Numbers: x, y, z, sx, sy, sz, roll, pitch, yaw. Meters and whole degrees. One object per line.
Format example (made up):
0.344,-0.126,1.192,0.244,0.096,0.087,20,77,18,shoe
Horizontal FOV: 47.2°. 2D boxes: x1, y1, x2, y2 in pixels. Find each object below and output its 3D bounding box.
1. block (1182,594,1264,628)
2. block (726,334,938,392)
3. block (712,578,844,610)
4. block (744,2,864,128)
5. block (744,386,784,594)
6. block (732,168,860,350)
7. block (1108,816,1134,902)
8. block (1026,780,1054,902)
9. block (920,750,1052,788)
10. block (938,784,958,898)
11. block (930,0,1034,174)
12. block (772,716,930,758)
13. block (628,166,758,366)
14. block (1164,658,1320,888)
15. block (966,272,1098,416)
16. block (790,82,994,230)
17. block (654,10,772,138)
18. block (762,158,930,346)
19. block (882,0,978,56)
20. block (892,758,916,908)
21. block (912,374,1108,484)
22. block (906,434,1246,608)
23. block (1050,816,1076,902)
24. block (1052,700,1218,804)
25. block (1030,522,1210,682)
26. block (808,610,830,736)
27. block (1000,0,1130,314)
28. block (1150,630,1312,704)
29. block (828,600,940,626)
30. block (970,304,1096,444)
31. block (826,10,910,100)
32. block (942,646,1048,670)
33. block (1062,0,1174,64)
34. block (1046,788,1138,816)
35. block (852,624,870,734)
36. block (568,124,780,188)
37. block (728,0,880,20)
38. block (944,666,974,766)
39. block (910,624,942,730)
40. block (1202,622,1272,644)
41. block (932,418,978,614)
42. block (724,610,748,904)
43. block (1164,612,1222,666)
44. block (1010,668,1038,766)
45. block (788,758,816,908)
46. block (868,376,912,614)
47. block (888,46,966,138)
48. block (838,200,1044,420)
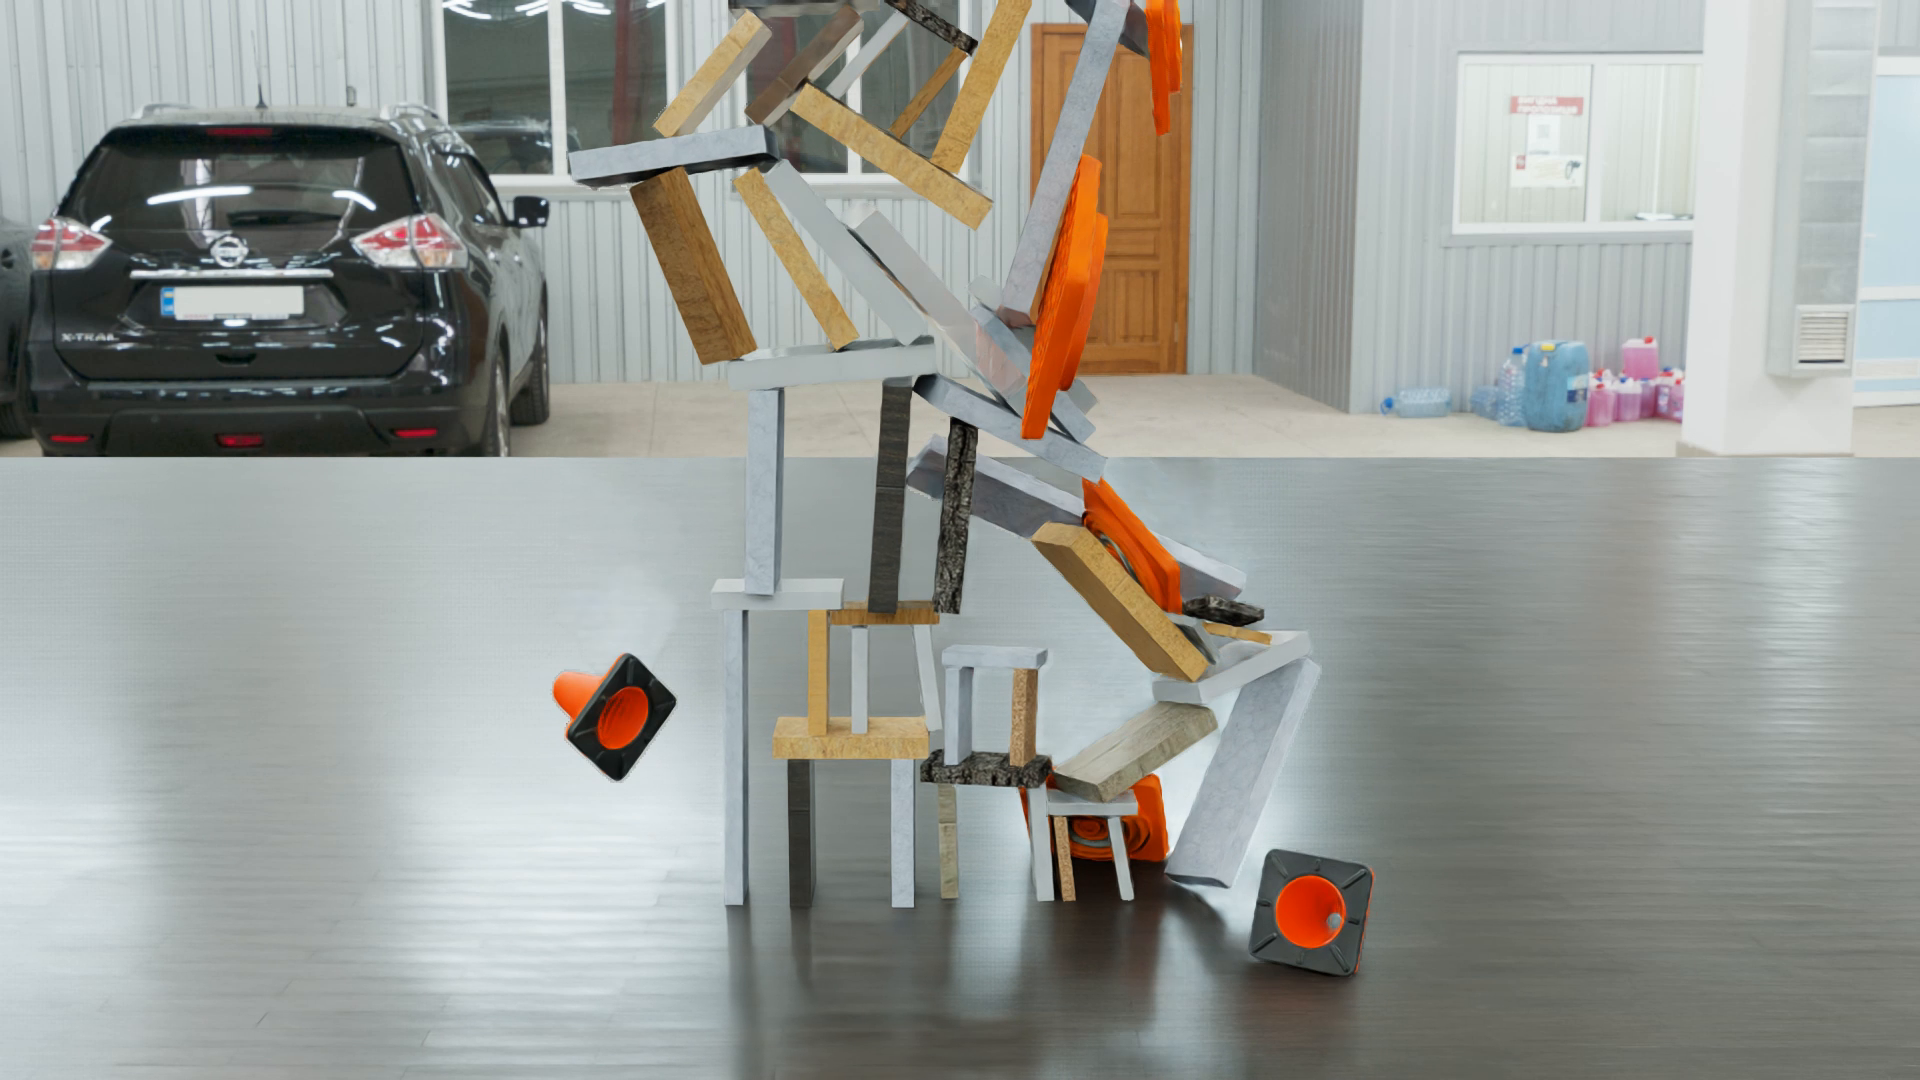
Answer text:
0.438,0.119,3.662,0.128,0.018,0.064,13,-22,-33,block
-0.201,-0.284,3.513,0.326,0.046,0.163,-5,11,0,block
-0.295,0.088,3.574,0.208,0.029,0.104,0,11,0,block
-0.242,-0.735,3.436,0.033,0.230,0.115,44,3,-3,block
-0.315,-0.089,3.547,0.046,0.326,0.163,2,11,-1,block
-0.260,-0.446,3.474,0.043,0.304,0.152,-32,11,0,block
0.267,0.517,3.651,0.021,0.146,0.073,-10,12,6,block
0.132,0.489,3.662,0.028,0.199,0.099,-5,11,-1,block
0.043,0.378,3.636,0.199,0.028,0.099,2,11,14,block
-0.019,0.487,3.677,0.028,0.199,0.099,-1,10,1,block
0.042,-0.734,3.416,0.047,0.332,0.166,23,10,-4,block
-0.177,0.325,3.617,0.252,0.036,0.126,0,11,0,block
-0.422,-0.429,3.471,0.043,0.304,0.152,-26,12,-23,block
0.481,0.391,3.738,0.036,0.423,0.128,39,-25,-29,block
0.118,-0.320,3.613,0.036,0.257,0.129,-43,32,0,block
-0.102,-0.599,3.436,0.337,0.048,0.168,33,9,-4,block
-0.385,-0.721,3.442,0.033,0.230,0.115,40,5,-1,block
-0.182,-0.455,3.465,0.048,0.337,0.168,-40,12,2,block
-0.047,-0.804,3.407,0.164,0.023,0.082,31,10,-5,block
-0.093,0.466,3.644,0.036,0.252,0.126,0,11,0,block
0.081,-0.186,3.552,0.301,0.043,0.151,24,7,-23,block
0.208,-0.020,3.950,0.629,0.036,0.129,24,-34,-12,block
0.170,0.518,3.654,0.021,0.146,0.073,-7,11,-2,block
0.292,0.348,3.654,0.257,0.036,0.128,-30,20,-27,block
0.266,0.103,3.664,0.043,0.329,0.151,-48,20,-13,block
-0.231,0.204,3.597,0.029,0.208,0.104,1,11,-1,block
0.163,-0.603,3.410,0.047,0.488,0.166,18,20,-1,block
0.465,0.216,3.772,0.256,0.036,0.128,-22,11,-32,block
-0.125,0.118,3.585,0.175,0.025,0.087,0,8,-5,block
0.113,-0.272,3.602,0.036,0.257,0.129,-43,19,0,block
-0.143,-0.754,3.419,0.023,0.164,0.082,42,8,-8,block
0.057,0.192,3.605,0.159,0.023,0.080,1,5,16,block
0.187,-0.881,3.483,0.332,0.047,0.166,29,9,-47,block
0.217,0.434,3.636,0.146,0.021,0.073,0,13,-2,block
-0.163,0.221,3.601,0.025,0.175,0.087,1,11,-1,block
-0.445,-0.601,3.450,0.304,0.043,0.152,-8,4,4,block
-0.242,-0.844,3.430,0.230,0.033,0.115,-4,5,1,block
-0.002,0.283,3.625,0.023,0.159,0.080,3,9,17,block
-0.056,0.217,3.606,0.025,0.175,0.087,-8,8,-5,block
0.469,0.158,3.726,0.064,0.018,0.128,8,-3,36,block
-0.008,-0.041,3.572,0.043,0.301,0.151,6,8,-2,block
-0.368,0.346,3.623,0.029,0.496,0.104,1,11,0,block
0.389,0.166,3.699,0.064,0.018,0.128,10,-27,34,block
0.106,0.284,3.597,0.023,0.159,0.080,4,6,16,block
-0.261,0.467,3.642,0.036,0.252,0.126,0,11,0,block
-0.113,-0.077,3.555,0.046,0.364,0.163,4,11,-2,block
-0.050,-0.697,3.426,0.023,0.164,0.082,39,9,-8,block
-0.031,-0.365,3.480,0.048,0.402,0.168,-43,18,0,block
